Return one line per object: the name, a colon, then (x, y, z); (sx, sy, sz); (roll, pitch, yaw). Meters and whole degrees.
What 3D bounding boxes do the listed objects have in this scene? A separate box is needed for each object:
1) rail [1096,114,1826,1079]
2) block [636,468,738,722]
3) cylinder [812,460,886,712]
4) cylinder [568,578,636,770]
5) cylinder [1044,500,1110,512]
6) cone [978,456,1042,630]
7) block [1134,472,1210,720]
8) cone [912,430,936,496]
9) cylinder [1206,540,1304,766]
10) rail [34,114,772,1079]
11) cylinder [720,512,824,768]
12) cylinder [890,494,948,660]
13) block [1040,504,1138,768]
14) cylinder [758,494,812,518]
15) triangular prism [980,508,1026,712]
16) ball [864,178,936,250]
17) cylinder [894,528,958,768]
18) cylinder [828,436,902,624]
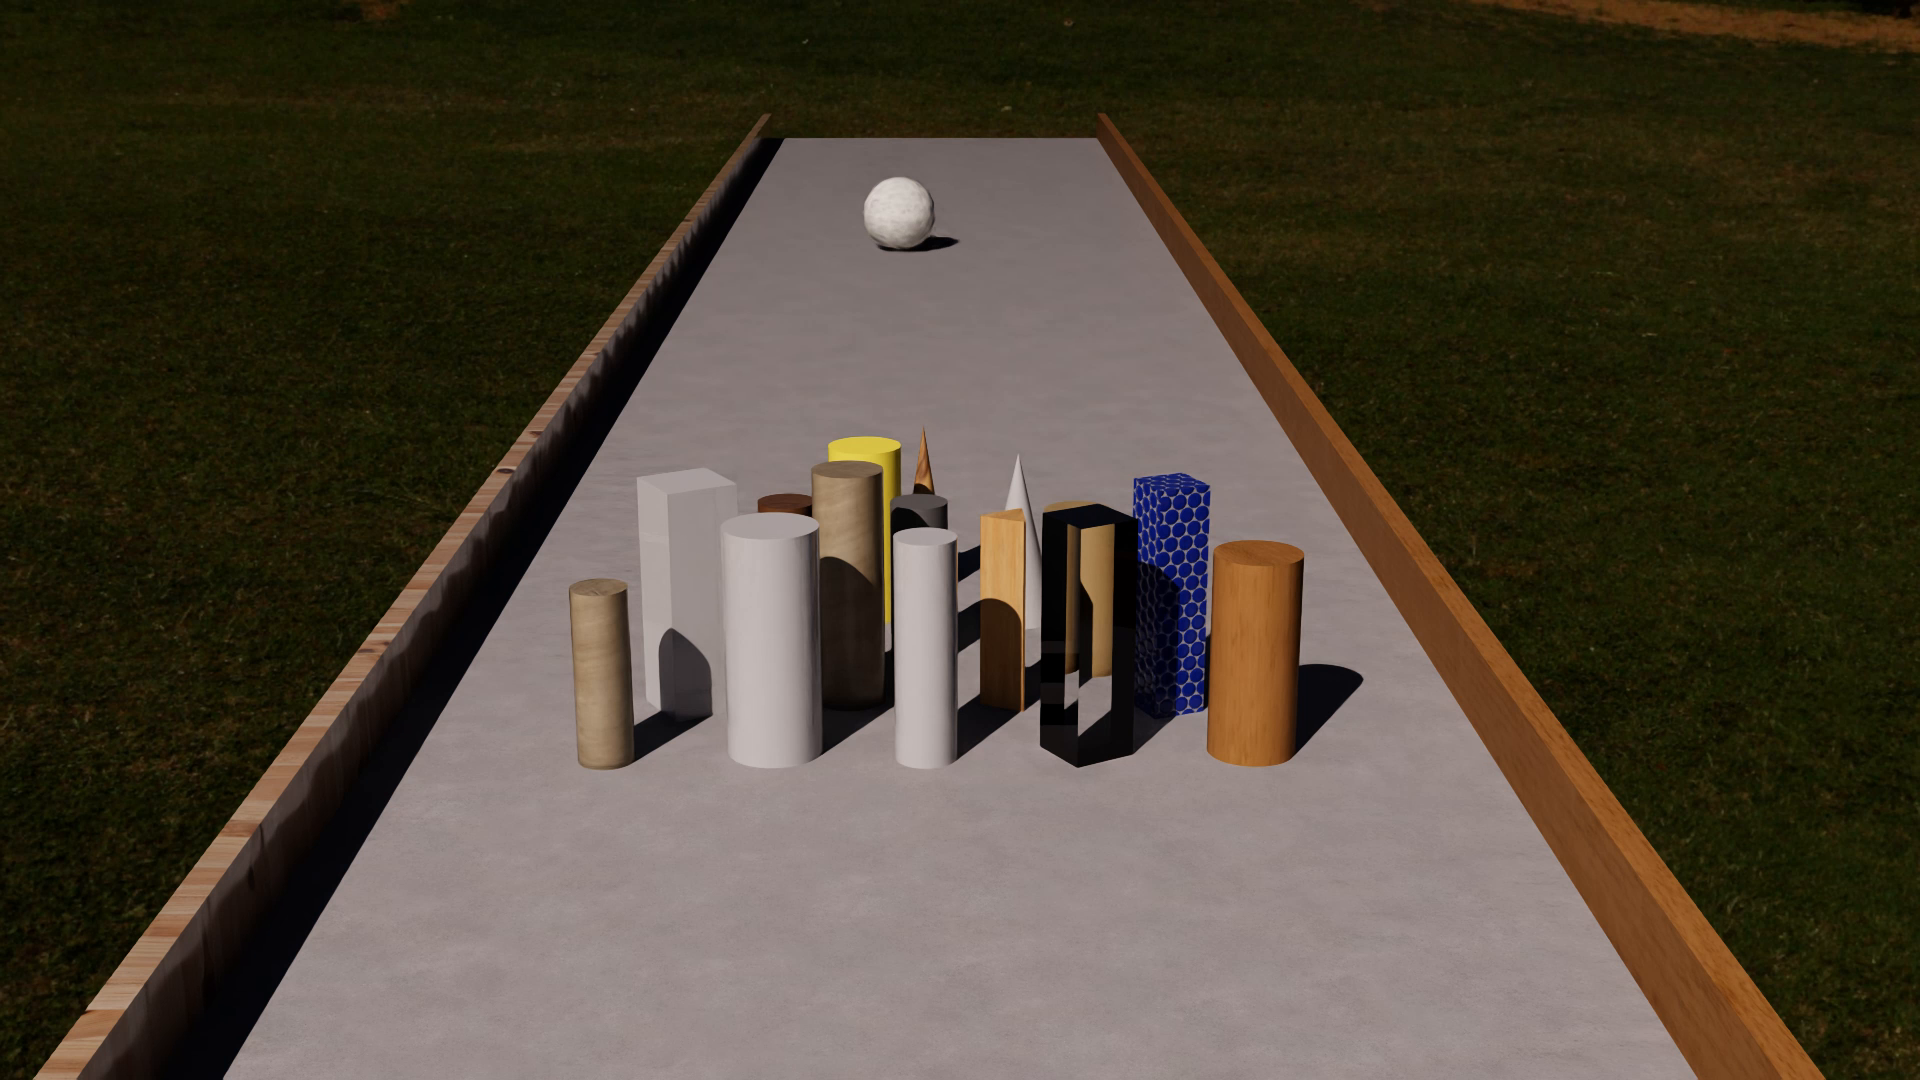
rail: (0.932, -0.844, 7.801); (0.050, 0.150, 12.000); (0, 17, -1)
block: (-0.504, 0.101, 4.114); (0.139, 0.440, 0.139); (-10, 19, -29)
cylinder: (-0.209, 0.086, 4.141); (0.134, 0.454, 0.134); (0, 17, 0)
cylinder: (-0.628, 0.236, 3.867); (0.101, 0.322, 0.101); (0, 17, 0)
cylinder: (0.233, 0.090, 4.379); (0.134, 0.311, 0.134); (0, 17, 0)
cone: (0.122, -0.009, 4.625); (0.165, 0.360, 0.165); (0, 17, 0)
block: (0.390, 0.104, 4.105); (0.103, 0.440, 0.103); (-7, 18, -23)
cone: (-0.080, -0.078, 4.861); (0.115, 0.358, 0.115); (0, 17, 0)
cylinder: (0.523, 0.200, 3.904); (0.158, 0.371, 0.158); (0, 17, 0)
rail: (-1.118, -0.838, 7.780); (0.050, 0.150, 12.000); (0, 17, -1)
cylinder: (-0.332, 0.176, 3.896); (0.172, 0.420, 0.172); (0, 17, 0)
cylinder: (-0.081, 0.080, 4.384); (0.114, 0.326, 0.114); (0, 17, 0)
block: (0.227, 0.168, 3.892); (0.120, 0.438, 0.120); (-10, 19, -30)
cylinder: (-0.340, 0.083, 4.362); (0.115, 0.333, 0.115); (0, 17, 0)
triangular prism: (0.096, 0.129, 4.142); (0.092, 0.372, 0.079); (8, 18, 25)
ball: (-0.258, -1.388, 9.355); (0.307, 0.307, 0.307); (0, 17, 0)
cylinder: (-0.060, 0.190, 3.867); (0.112, 0.410, 0.112); (0, 17, 0)
cylinder: (-0.199, -0.020, 4.645); (0.152, 0.370, 0.152); (0, 17, 0)
